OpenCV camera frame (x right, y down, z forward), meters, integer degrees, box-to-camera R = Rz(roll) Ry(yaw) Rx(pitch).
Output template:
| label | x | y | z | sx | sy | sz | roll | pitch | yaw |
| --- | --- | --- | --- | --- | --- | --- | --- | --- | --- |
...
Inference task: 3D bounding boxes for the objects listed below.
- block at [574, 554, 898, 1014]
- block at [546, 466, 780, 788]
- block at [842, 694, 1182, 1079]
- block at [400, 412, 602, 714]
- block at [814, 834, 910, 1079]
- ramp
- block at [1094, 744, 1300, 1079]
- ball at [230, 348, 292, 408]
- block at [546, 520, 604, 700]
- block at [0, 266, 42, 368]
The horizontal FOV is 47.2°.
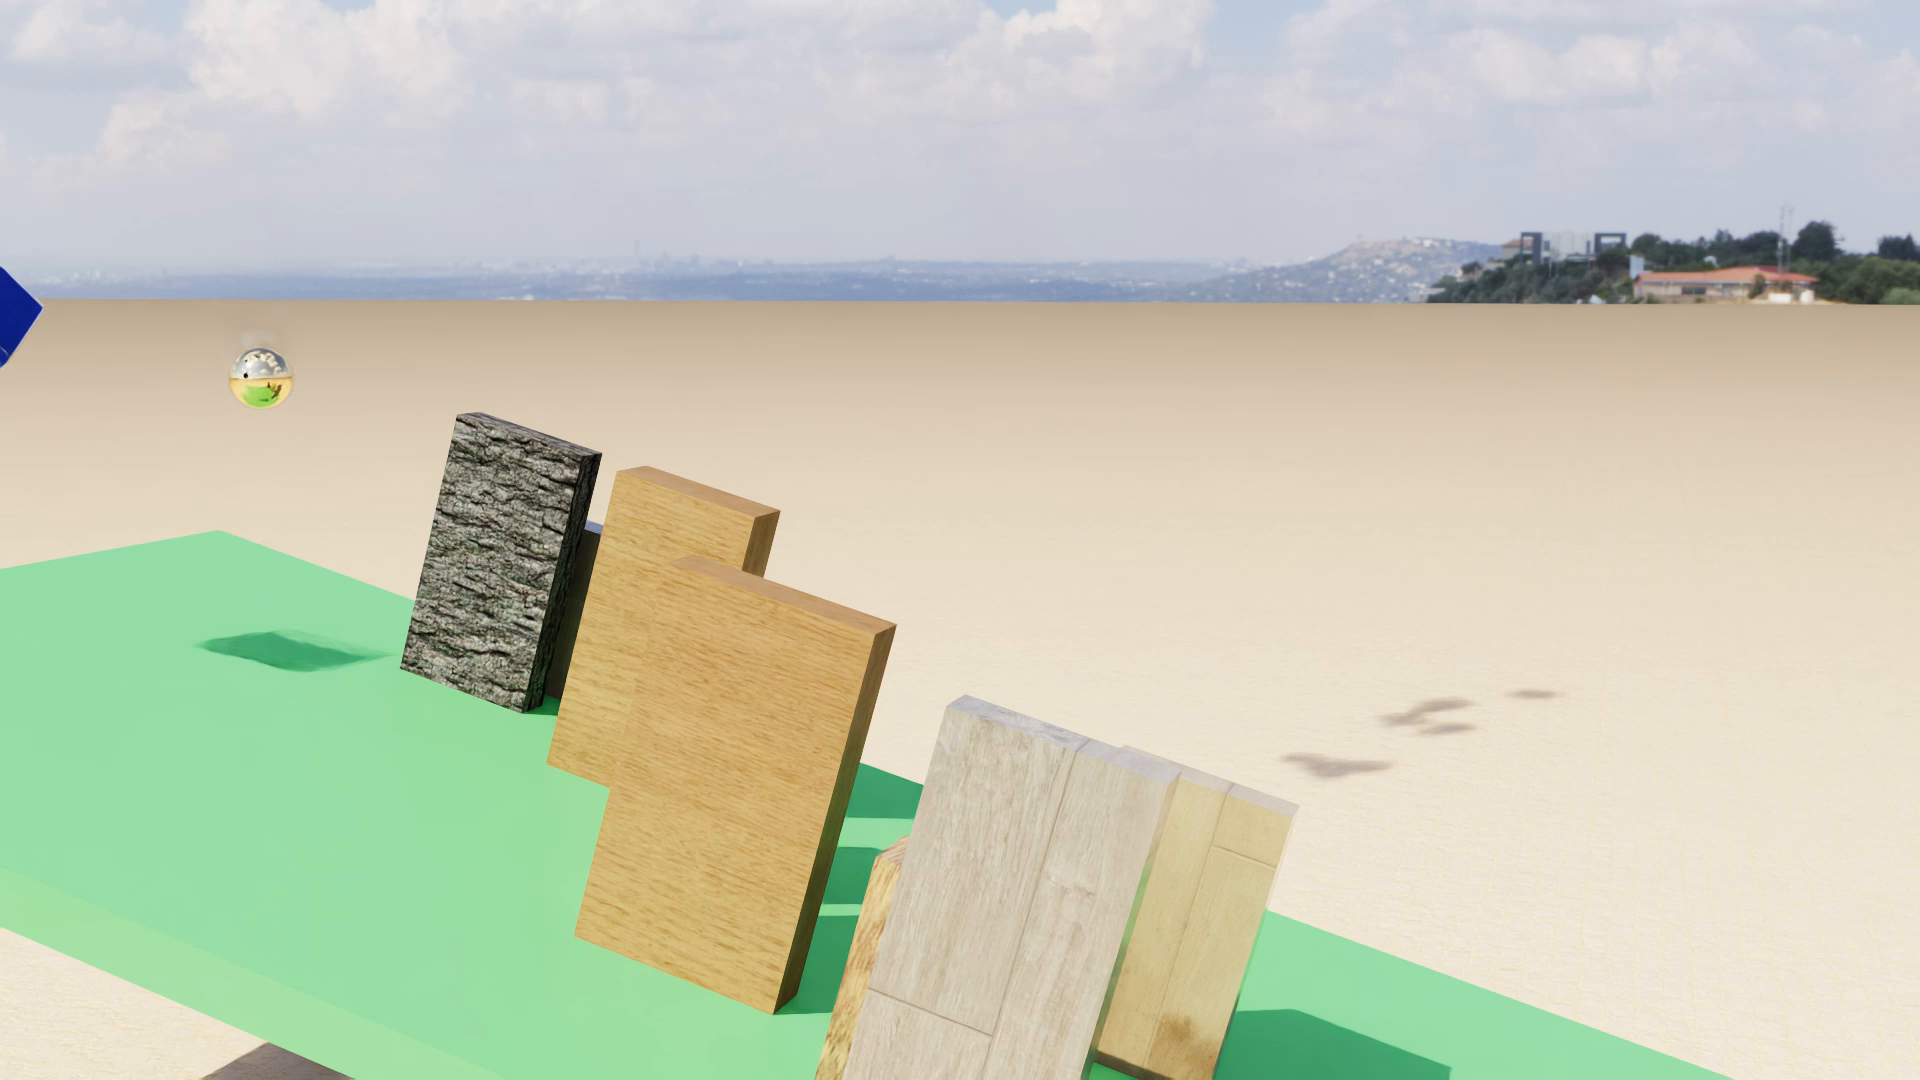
| label | x | y | z | sx | sy | sz | roll | pitch | yaw |
| --- | --- | --- | --- | --- | --- | --- | --- | --- | --- |
| block | -0.390 | 0.417 | 3.778 | 0.387 | 0.692 | 0.114 | 18 | 12 | 14 |
| block | -0.623 | 0.205 | 4.604 | 0.316 | 0.649 | 0.142 | 18 | 12 | 14 |
| block | 0.049 | 0.633 | 3.165 | 0.332 | 0.750 | 0.093 | 18 | 12 | 14 |
| block | -1.032 | 0.049 | 4.936 | 0.316 | 0.603 | 0.099 | 18 | 12 | 14 |
| block | 0.008 | 0.735 | 3.495 | 0.373 | 0.406 | 0.144 | 18 | 12 | 14 |
| ramp | -0.379 | 0.743 | 4.241 | 4.000 | 0.100 | 2.000 | 18 | 12 | 14 |
| block | 0.360 | 0.677 | 3.890 | 0.327 | 0.546 | 0.091 | 18 | 12 | 14 |
| ball | -1.543 | -0.357 | 4.854 | 0.134 | 0.134 | 0.134 | 0 | 7 | 0 |
| block | -0.746 | 0.210 | 5.048 | 0.409 | 0.404 | 0.089 | 18 | 12 | 14 |
| block | -1.953 | -0.431 | 4.288 | 0.181 | 0.181 | 0.181 | -19 | 38 | 25 |
